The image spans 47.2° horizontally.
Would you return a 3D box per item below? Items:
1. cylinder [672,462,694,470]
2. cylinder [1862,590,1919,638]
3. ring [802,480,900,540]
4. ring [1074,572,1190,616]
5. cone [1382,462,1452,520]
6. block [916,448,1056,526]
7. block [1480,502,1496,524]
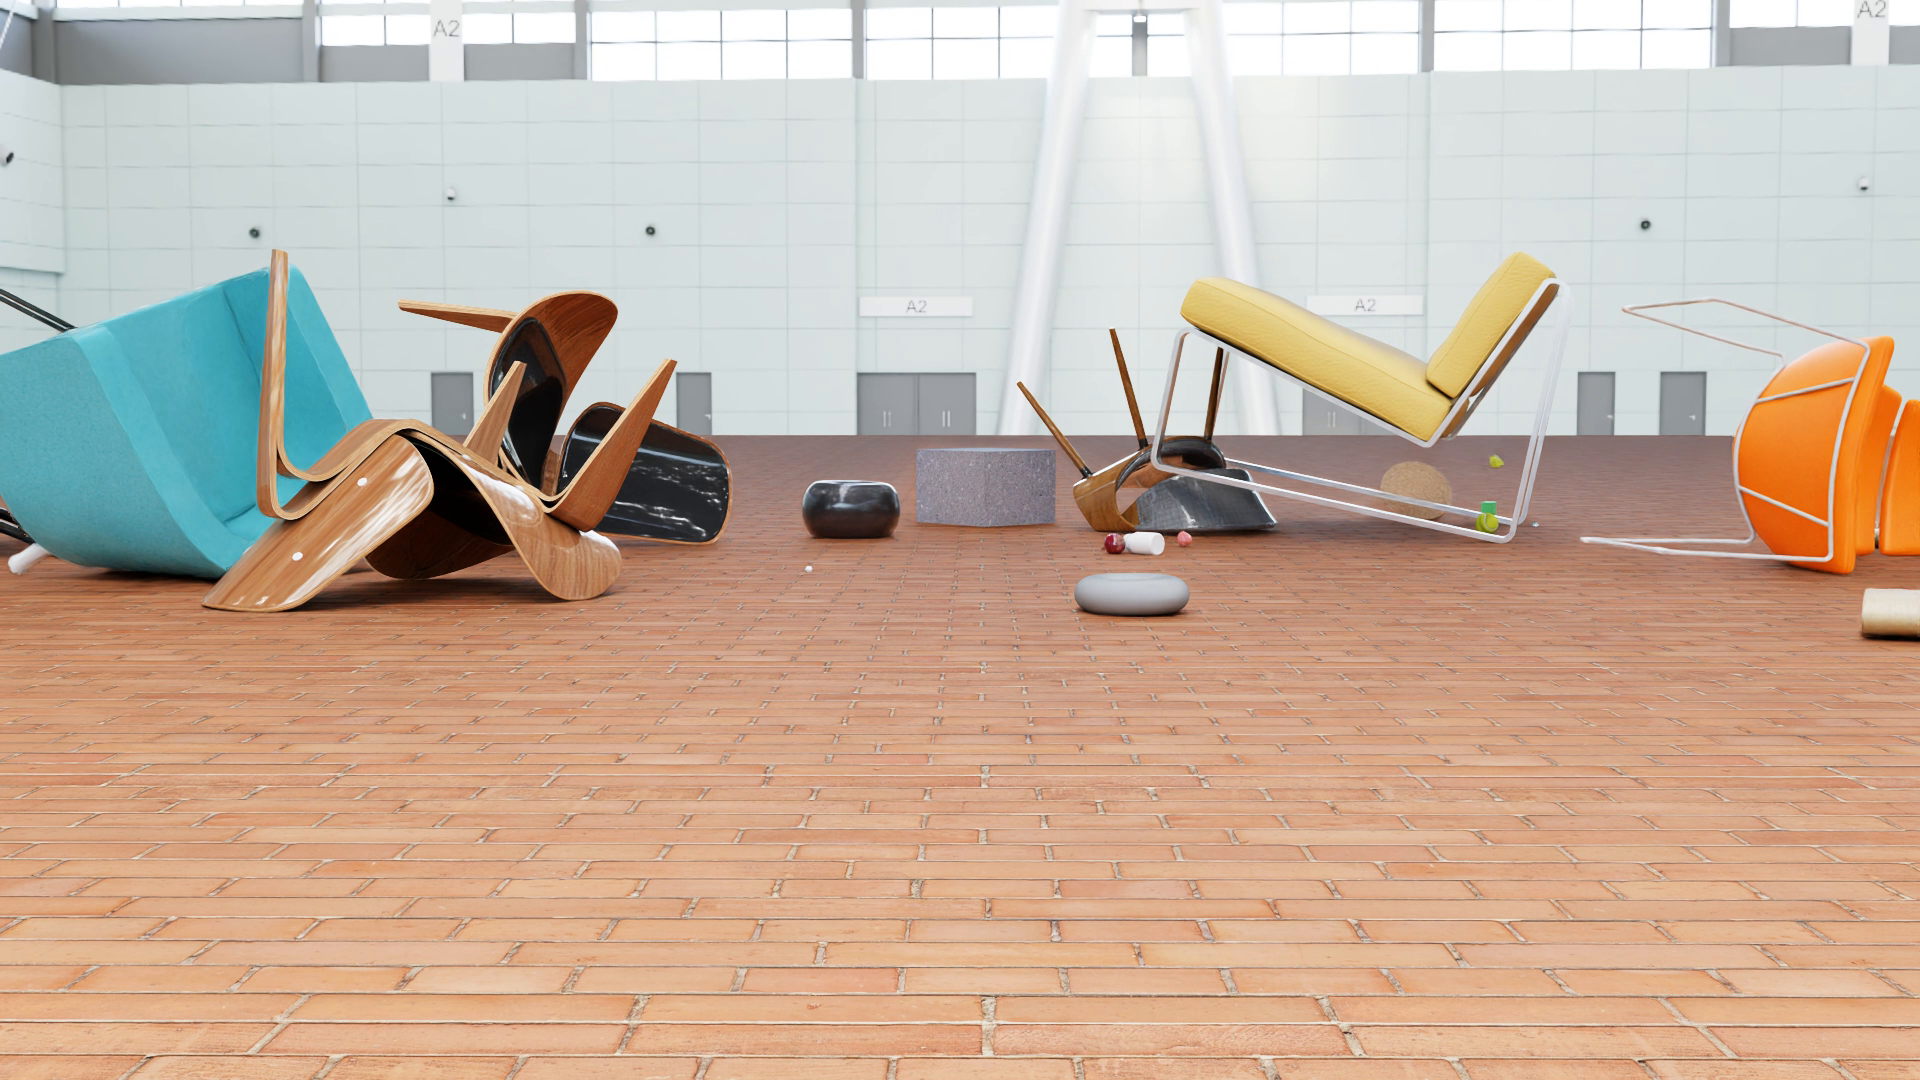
[{"bbox_3d":[-1.544,-0.416,12.287,0.093,0.043,0.082,2,-2,31],"label":"cylinder"},{"bbox_3d":[1.716,0.135,3.975,0.147,0.083,0.208,2,5,26],"label":"cylinder"},{"bbox_3d":[-0.330,-0.091,6.674,0.311,0.169,0.265,-1,5,-33],"label":"ring"},{"bbox_3d":[0.346,0.109,4.442,0.217,0.072,0.271,-3,4,-27],"label":"ring"},{"bbox_3d":[1.636,-0.127,7.661,0.282,0.201,0.249,34,0,40],"label":"cone"},{"bbox_3d":[0.086,-0.181,7.399,0.318,0.245,0.347,-3,5,-41],"label":"block"},{"bbox_3d":[1.781,-0.093,7.408,0.039,0.068,0.077,2,4,23],"label":"block"}]
